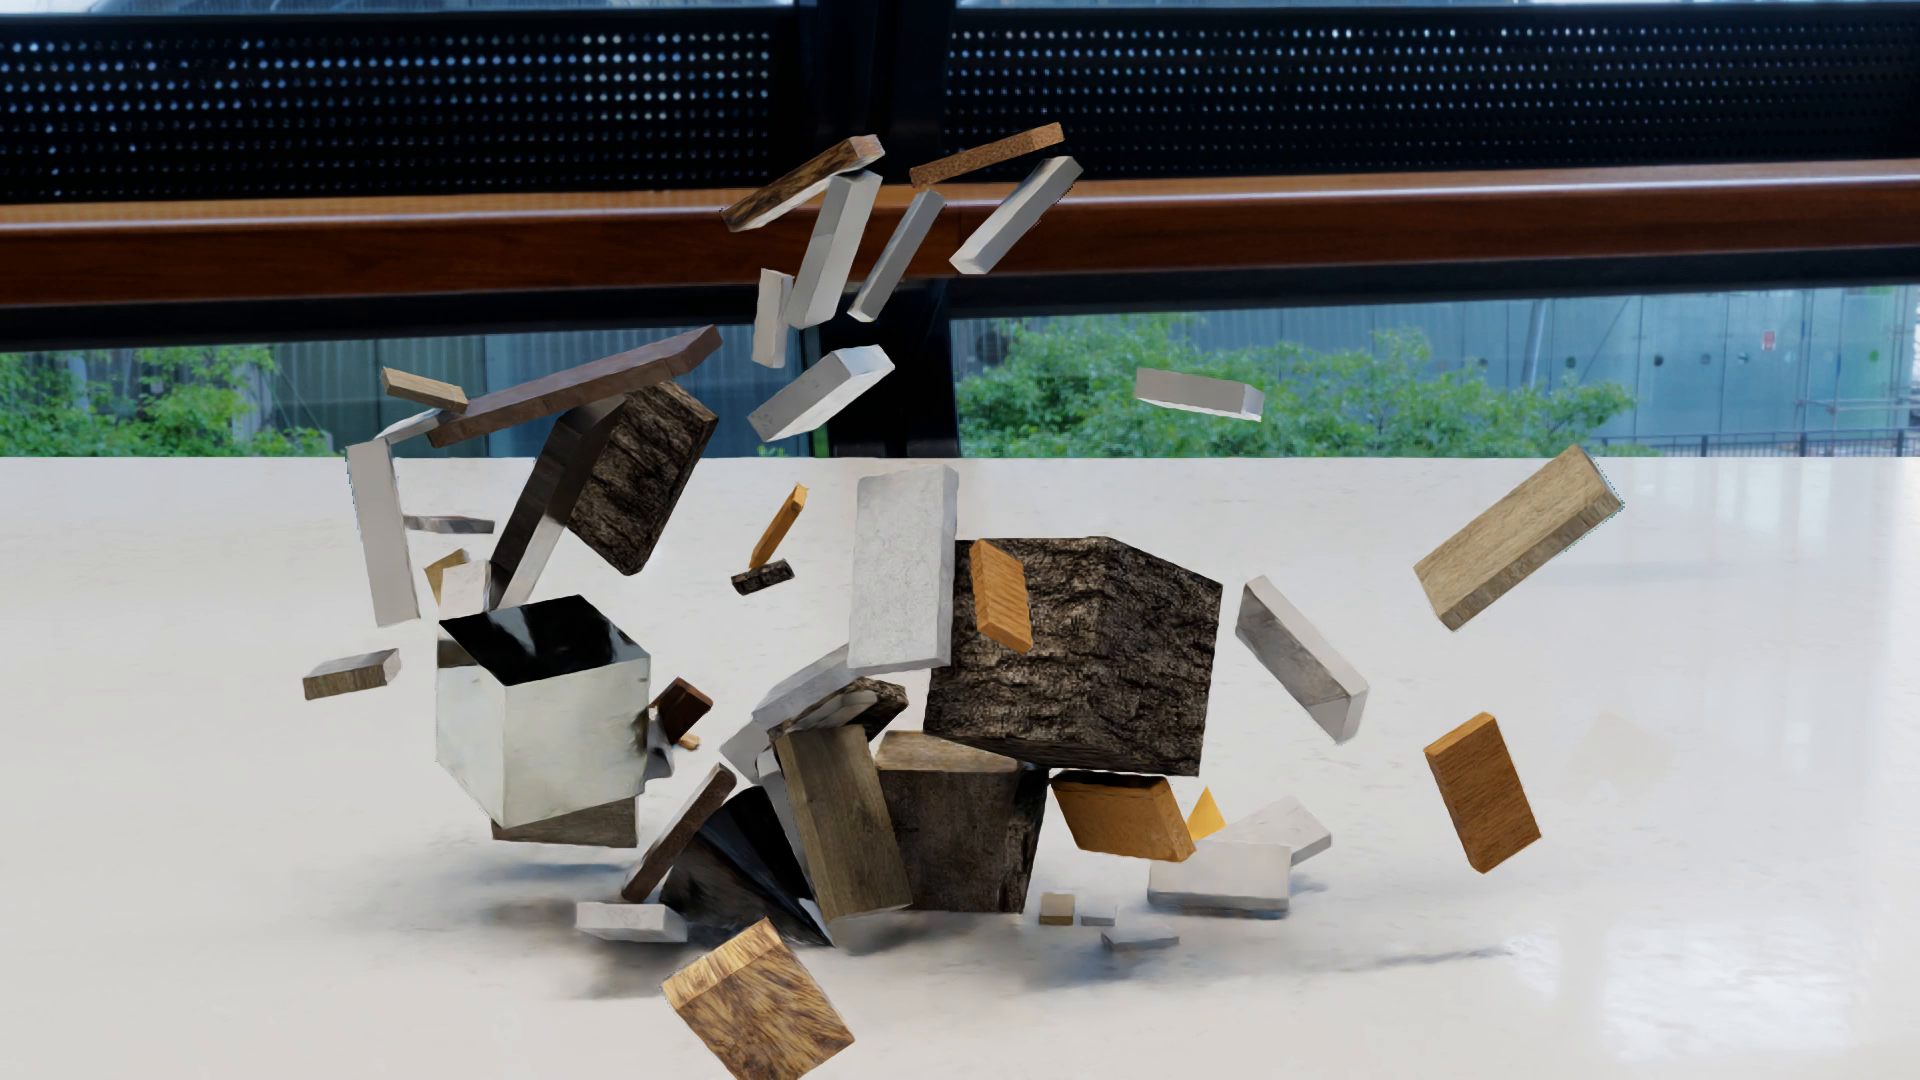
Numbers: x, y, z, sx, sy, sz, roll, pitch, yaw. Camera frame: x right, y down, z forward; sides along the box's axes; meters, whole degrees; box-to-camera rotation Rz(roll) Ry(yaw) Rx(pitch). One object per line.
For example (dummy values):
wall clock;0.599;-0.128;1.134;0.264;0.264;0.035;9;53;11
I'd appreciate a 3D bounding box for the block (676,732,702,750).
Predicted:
block;-0.589;0.401;4.536;0.104;0.015;0.052;24;13;3

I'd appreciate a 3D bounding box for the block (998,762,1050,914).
block;0.106;0.435;3.453;0.038;0.134;0.487;8;11;5

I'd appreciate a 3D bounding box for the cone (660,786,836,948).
cone;-0.292;0.566;3.462;0.255;0.255;0.255;35;24;18

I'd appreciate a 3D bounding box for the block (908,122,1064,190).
block;0.041;-0.585;3.347;0.215;0.030;0.108;-13;10;30

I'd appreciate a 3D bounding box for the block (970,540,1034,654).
block;0.056;0.078;3.039;0.081;0.023;0.161;30;34;-29

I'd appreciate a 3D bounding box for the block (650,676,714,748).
block;-0.494;0.302;3.728;0.074;0.148;0.021;37;26;-19

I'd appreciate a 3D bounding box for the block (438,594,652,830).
block;-0.658;0.265;3.463;0.245;0.245;0.245;-11;28;-34

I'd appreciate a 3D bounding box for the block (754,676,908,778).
block;-0.223;0.333;3.800;0.134;0.268;0.038;17;41;-38

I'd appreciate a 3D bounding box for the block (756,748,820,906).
block;-0.264;0.475;3.606;0.036;0.255;0.127;-24;13;-4

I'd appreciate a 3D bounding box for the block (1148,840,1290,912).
block;0.426;0.548;3.603;0.227;0.032;0.113;2;41;9

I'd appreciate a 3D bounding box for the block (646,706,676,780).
block;-0.620;0.357;3.733;0.248;0.124;0.035;-7;33;7

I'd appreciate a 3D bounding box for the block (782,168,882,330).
block;-0.198;-0.454;3.424;0.035;0.244;0.122;26;21;13

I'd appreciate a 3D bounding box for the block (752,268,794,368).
block;-0.326;-0.385;3.827;0.023;0.161;0.081;0;14;-33

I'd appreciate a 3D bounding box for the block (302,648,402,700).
block;-0.974;0.214;3.532;0.124;0.035;0.248;-11;5;-8

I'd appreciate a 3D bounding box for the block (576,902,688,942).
block;-0.494;0.580;3.329;0.127;0.036;0.255;1;-14;1

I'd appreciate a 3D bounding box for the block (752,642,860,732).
block;-0.197;0.204;3.414;0.253;0.036;0.126;-31;8;19

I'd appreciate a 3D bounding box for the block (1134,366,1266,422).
block;0.351;-0.210;3.191;0.152;0.043;0.303;10;3;13

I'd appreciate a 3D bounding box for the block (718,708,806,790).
block;-0.315;0.360;4.096;0.268;0.134;0.038;-39;7;30

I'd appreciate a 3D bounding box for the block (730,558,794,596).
block;-0.356;0.068;3.969;0.104;0.015;0.052;-19;-30;7

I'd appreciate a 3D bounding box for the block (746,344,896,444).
block;-0.214;-0.234;3.467;0.170;0.048;0.339;-37;0;11

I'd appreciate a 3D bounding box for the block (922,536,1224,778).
block;0.173;0.178;3.319;0.298;0.298;0.298;-1;-15;41

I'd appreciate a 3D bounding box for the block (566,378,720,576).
block;-0.567;-0.123;3.869;0.170;0.339;0.048;38;26;17

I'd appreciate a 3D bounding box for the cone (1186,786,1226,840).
cone;0.423;0.493;3.781;0.149;0.149;0.149;0;11;0

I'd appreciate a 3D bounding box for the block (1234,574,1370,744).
block;0.520;0.182;3.358;0.036;0.126;0.253;-26;56;-22

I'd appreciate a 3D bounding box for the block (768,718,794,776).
block;-0.233;0.448;3.611;0.042;0.299;0.149;-24;16;-3

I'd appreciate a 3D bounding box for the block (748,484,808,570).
block;-0.334;-0.022;4.044;0.023;0.161;0.081;31;22;-11

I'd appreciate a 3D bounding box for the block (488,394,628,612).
block;-0.717;-0.044;3.772;0.048;0.477;0.170;34;31;3

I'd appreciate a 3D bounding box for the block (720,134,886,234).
block;-0.243;-0.555;3.422;0.244;0.035;0.122;-26;3;21

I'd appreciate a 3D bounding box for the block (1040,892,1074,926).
block;0.158;0.600;3.575;0.054;0.015;0.107;1;11;4

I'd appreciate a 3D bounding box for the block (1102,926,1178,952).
block;0.282;0.624;3.442;0.107;0.015;0.054;-3;11;-16

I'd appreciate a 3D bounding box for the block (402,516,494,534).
block;-0.856;-0.026;3.681;0.075;0.021;0.150;8;3;24

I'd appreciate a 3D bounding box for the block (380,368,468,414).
block;-0.887;-0.247;3.640;0.135;0.019;0.068;14;22;-31

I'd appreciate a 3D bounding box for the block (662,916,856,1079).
block;-0.248;0.595;2.764;0.149;0.299;0.042;-32;51;-6

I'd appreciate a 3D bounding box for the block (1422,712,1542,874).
block;0.797;0.386;3.354;0.113;0.227;0.032;-30;22;-11

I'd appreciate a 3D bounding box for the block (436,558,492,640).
block;-0.803;0.102;3.562;0.075;0.021;0.150;-13;48;8

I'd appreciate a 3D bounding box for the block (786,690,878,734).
block;-0.205;0.280;3.495;0.074;0.021;0.148;-5;-23;-45

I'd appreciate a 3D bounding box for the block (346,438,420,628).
block;-0.944;-0.012;3.598;0.067;0.307;0.019;-13;-10;4

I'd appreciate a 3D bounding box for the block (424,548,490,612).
block;-0.845;0.096;3.717;0.075;0.150;0.021;-29;-24;4

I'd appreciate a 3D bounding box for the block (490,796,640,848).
block;-0.676;0.463;3.763;0.248;0.124;0.035;3;34;0

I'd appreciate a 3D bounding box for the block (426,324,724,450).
block;-0.634;-0.248;3.587;0.533;0.035;0.122;-13;21;28

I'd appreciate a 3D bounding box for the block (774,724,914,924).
block;-0.183;0.444;3.467;0.149;0.299;0.042;-2;-22;-42

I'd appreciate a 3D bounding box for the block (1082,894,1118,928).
block;0.227;0.601;3.568;0.054;0.015;0.107;1;11;5

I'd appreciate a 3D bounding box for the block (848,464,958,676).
block;-0.085;0.045;3.288;0.152;0.303;0.043;-9;-22;28

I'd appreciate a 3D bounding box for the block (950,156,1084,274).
block;0.083;-0.482;3.268;0.215;0.030;0.108;-47;19;-9

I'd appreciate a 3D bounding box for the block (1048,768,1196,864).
block;0.247;0.422;3.376;0.036;0.126;0.253;-31;15;-31

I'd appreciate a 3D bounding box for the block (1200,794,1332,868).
block;0.496;0.516;3.685;0.227;0.032;0.113;-23;41;-20

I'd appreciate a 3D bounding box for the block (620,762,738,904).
block;-0.459;0.480;3.595;0.036;0.255;0.127;39;-4;-6

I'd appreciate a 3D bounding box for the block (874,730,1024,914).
block;-0.019;0.467;3.682;0.237;0.237;0.237;1;11;5

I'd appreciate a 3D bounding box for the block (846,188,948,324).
block;-0.098;-0.435;3.374;0.030;0.215;0.108;31;-3;-12

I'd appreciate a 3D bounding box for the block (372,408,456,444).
block;-0.914;-0.192;3.689;0.135;0.019;0.068;-17;19;23

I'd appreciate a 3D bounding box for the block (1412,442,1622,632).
block;0.910;-0.005;3.608;0.337;0.043;0.152;-40;29;18
